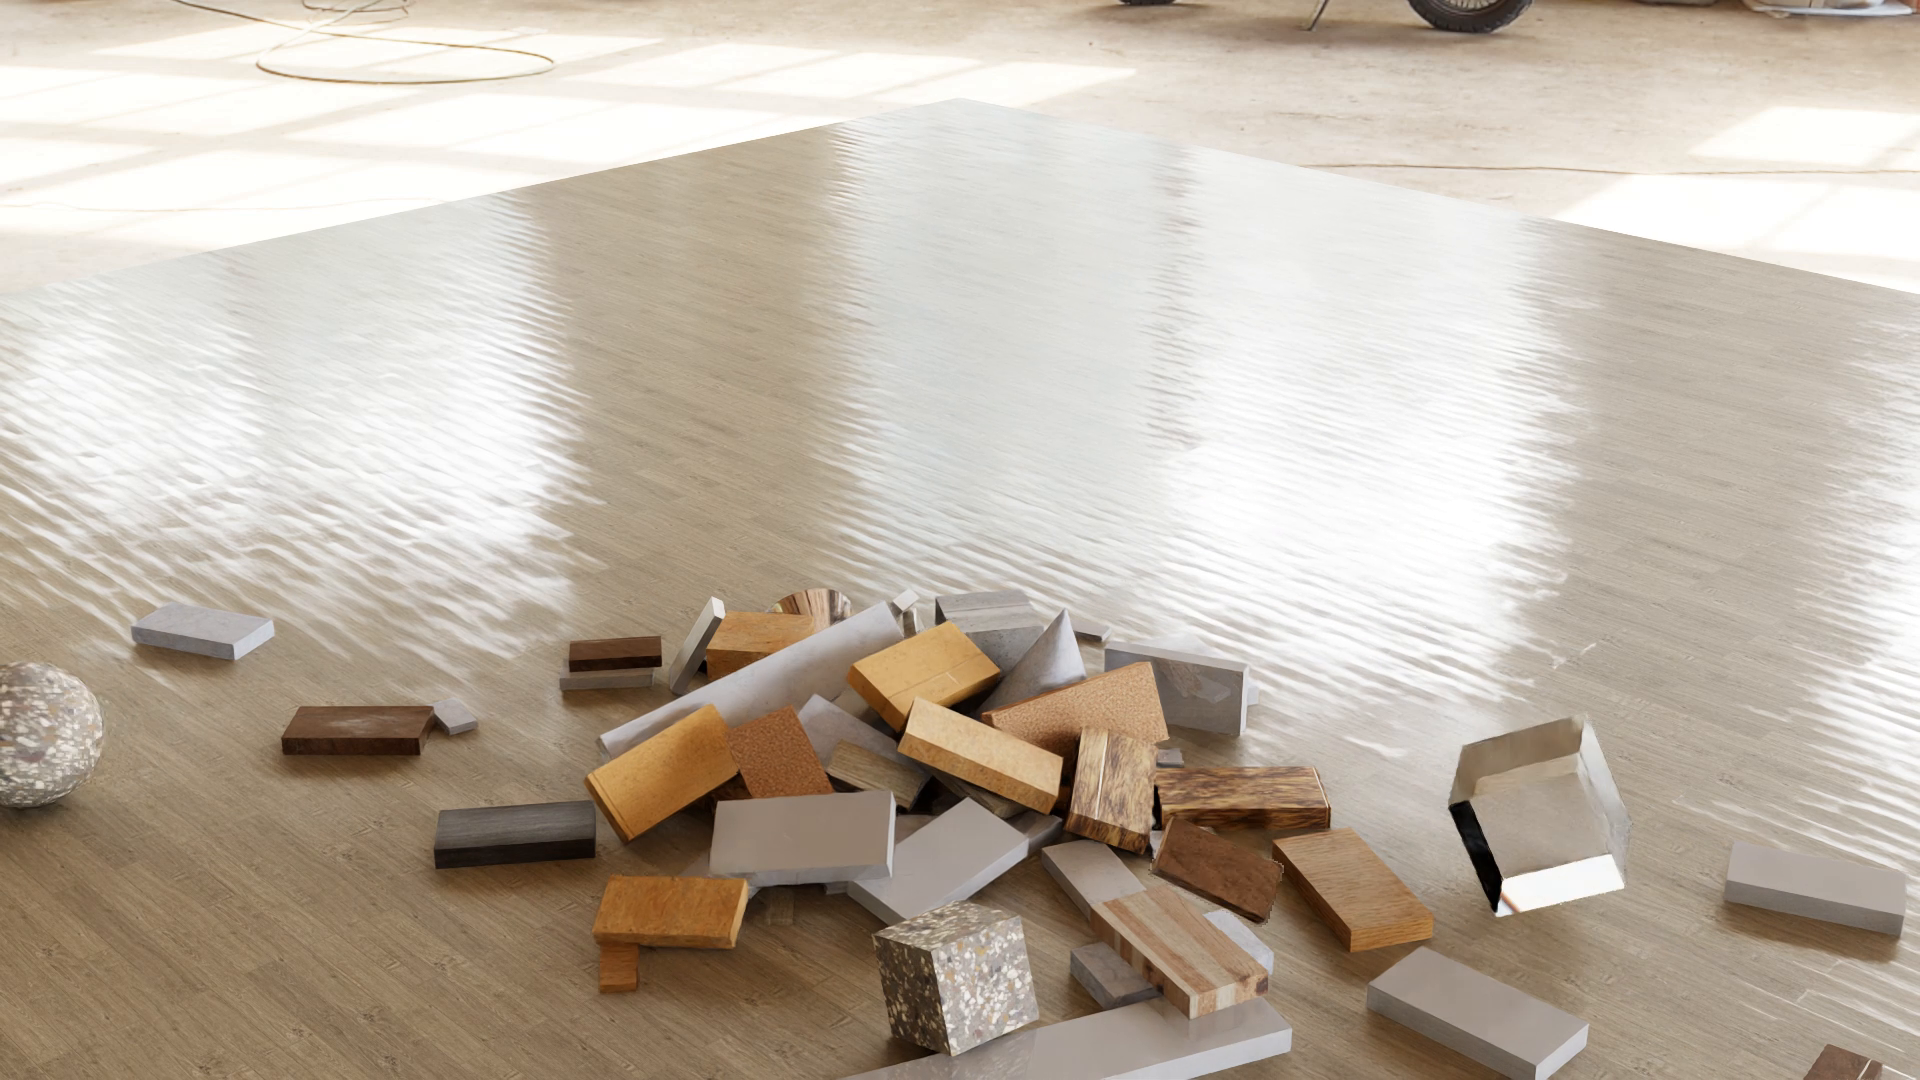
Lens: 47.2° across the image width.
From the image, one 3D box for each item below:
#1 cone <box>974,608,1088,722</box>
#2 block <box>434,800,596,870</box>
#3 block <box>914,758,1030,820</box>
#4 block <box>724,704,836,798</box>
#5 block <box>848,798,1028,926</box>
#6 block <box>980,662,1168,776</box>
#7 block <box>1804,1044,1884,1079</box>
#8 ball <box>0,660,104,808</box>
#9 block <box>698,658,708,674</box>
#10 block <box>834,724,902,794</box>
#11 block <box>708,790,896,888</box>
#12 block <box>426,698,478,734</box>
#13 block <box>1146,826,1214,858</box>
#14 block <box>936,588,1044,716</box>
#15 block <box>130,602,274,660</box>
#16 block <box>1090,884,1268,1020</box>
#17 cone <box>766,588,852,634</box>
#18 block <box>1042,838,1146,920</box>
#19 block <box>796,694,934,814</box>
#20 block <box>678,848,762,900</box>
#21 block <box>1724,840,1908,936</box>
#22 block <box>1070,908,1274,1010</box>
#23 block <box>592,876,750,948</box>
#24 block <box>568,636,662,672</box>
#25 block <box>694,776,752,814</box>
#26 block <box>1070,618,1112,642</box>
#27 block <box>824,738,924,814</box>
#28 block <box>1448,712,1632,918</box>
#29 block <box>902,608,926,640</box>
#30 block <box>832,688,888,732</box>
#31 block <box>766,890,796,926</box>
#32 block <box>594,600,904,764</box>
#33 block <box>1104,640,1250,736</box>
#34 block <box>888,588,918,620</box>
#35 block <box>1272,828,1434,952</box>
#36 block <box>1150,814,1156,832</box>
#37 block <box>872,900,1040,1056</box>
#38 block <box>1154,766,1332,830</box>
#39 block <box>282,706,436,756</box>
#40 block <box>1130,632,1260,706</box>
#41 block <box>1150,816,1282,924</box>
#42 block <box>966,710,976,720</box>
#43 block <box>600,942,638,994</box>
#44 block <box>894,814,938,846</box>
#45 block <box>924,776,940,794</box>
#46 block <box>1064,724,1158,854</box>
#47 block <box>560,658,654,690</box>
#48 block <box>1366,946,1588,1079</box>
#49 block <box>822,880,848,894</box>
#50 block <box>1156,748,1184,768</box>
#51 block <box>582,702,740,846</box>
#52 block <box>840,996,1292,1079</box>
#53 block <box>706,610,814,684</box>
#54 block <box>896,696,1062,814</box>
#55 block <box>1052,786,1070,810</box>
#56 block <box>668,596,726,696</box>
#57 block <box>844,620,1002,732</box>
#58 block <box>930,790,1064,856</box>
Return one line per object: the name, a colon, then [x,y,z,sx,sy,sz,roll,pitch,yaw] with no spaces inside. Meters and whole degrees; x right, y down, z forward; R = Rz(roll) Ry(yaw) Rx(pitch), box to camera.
cone: [0.197,0.274,4.684,0.290,0.290,0.290,9,21,-4]
block: [-0.875,0.580,4.339,0.306,0.043,0.153,-3,23,-7]
block: [0.024,0.472,4.418,0.243,0.034,0.122,36,31,32]
block: [-0.345,0.464,4.313,0.148,0.042,0.297,-22,46,-10]
block: [-0.039,0.617,4.162,0.162,0.046,0.323,30,44,33]
block: [0.243,0.390,4.599,0.400,0.169,0.048,-16,4,-28]
block: [1.410,0.913,3.576,0.092,0.026,0.282,17,28,34]
ball: [-1.892,0.393,4.454,0.297,0.297,0.297,0,23,0]
block: [-0.521,0.252,5.125,0.117,0.033,0.234,16,28,33]
block: [-0.222,0.445,4.538,0.131,0.037,0.300,12,40,20]
block: [-0.296,0.564,4.142,0.338,0.048,0.169,-5,46,7]
block: [-1.115,0.387,4.826,0.065,0.018,0.130,-15,27,-31]
block: [0.438,0.595,4.334,0.135,0.019,0.068,-4,23,-8]
block: [0.064,0.249,4.917,0.201,0.201,0.201,-5,23,-11]
block: [-1.792,0.214,5.203,0.292,0.041,0.146,8,24,19]
block: [0.383,0.722,3.881,0.162,0.046,0.323,-12,25,-26]
cone: [-0.321,0.272,4.987,0.231,0.231,0.231,-9,51,-19]
block: [0.261,0.648,4.189,0.121,0.034,0.243,-9,25,-20]
block: [-0.211,0.444,4.445,0.297,0.042,0.148,30,49,10]
block: [-0.467,0.658,4.162,0.131,0.037,0.262,11,26,25]
block: [1.617,0.656,4.157,0.312,0.044,0.156,10,25,21]
block: [0.378,0.754,3.925,0.323,0.046,0.162,-10,25,-23]
block: [-0.528,0.680,4.026,0.262,0.037,0.131,-1,42,12]
block: [-0.788,0.260,5.034,0.208,0.029,0.104,-3,23,-7]
block: [-0.513,0.491,4.552,0.370,0.041,0.146,21,31,40]
block: [0.296,0.215,5.234,0.115,0.016,0.058,11,25,24]
block: [-0.173,0.473,4.386,0.184,0.026,0.092,23,48,4]
block: [1.091,0.515,4.128,0.245,0.245,0.245,-19,14,26]
block: [-0.092,0.262,4.992,0.032,0.114,0.262,-21,22,7]
block: [-0.211,0.363,4.588,0.114,0.032,0.228,25,46,32]
block: [-0.336,0.688,4.121,0.050,0.014,0.100,0,23,0]
block: [-0.416,0.336,4.598,0.717,0.153,0.043,-25,-5,-31]
block: [0.470,0.323,4.800,0.312,0.156,0.044,9,25,20]
block: [-0.165,0.179,5.119,0.033,0.117,0.234,45,10,2]
block: [0.737,0.657,4.153,0.167,0.047,0.333,-7,24,-16]
block: [0.321,0.565,4.404,0.135,0.019,0.068,-2,23,-6]
block: [-0.008,0.738,3.725,0.183,0.183,0.183,-16,9,-33]
block: [0.569,0.524,4.465,0.338,0.048,0.169,-1,23,-2]
block: [-1.294,0.410,4.741,0.292,0.041,0.146,0,23,0]
block: [0.529,0.301,4.994,0.156,0.044,0.312,-10,25,-22]
block: [0.389,0.500,3.330,0.184,0.026,0.092,26,59,-3]
block: [0.015,0.429,4.707,0.114,0.032,0.228,18,29,37]
block: [-0.610,0.765,3.934,0.065,0.018,0.130,-3,23,-6]
block: [-0.176,0.589,4.289,0.297,0.042,0.148,3,23,-4]
block: [-0.166,0.467,4.613,0.132,0.037,0.264,-13,26,-29]
block: [0.306,0.496,4.416,0.163,0.046,0.326,18,28,-1]
block: [-0.803,0.301,5.013,0.208,0.029,0.104,-2,23,-5]
block: [0.886,0.816,3.778,0.333,0.047,0.167,21,31,40]
block: [-0.244,0.645,4.217,0.050,0.014,0.100,-3,23,-18]
block: [0.410,0.464,4.647,0.115,0.016,0.058,-1,23,-2]
block: [-0.584,0.467,4.408,0.306,0.153,0.043,-30,-9,-31]
block: [0.098,0.885,3.615,0.932,0.047,0.166,-9,25,-21]
block: [-0.434,0.290,4.827,0.195,0.195,0.195,3,23,8]
block: [0.042,0.428,4.394,0.326,0.046,0.163,23,23,-3]
block: [0.181,0.518,4.471,0.135,0.019,0.068,12,21,-11]
block: [-0.593,0.238,4.951,0.029,0.208,0.104,26,16,-20]
block: [-0.075,0.284,4.628,0.163,0.046,0.326,43,37,20]
block: [0.073,0.557,4.403,0.243,0.034,0.122,19,29,37]
